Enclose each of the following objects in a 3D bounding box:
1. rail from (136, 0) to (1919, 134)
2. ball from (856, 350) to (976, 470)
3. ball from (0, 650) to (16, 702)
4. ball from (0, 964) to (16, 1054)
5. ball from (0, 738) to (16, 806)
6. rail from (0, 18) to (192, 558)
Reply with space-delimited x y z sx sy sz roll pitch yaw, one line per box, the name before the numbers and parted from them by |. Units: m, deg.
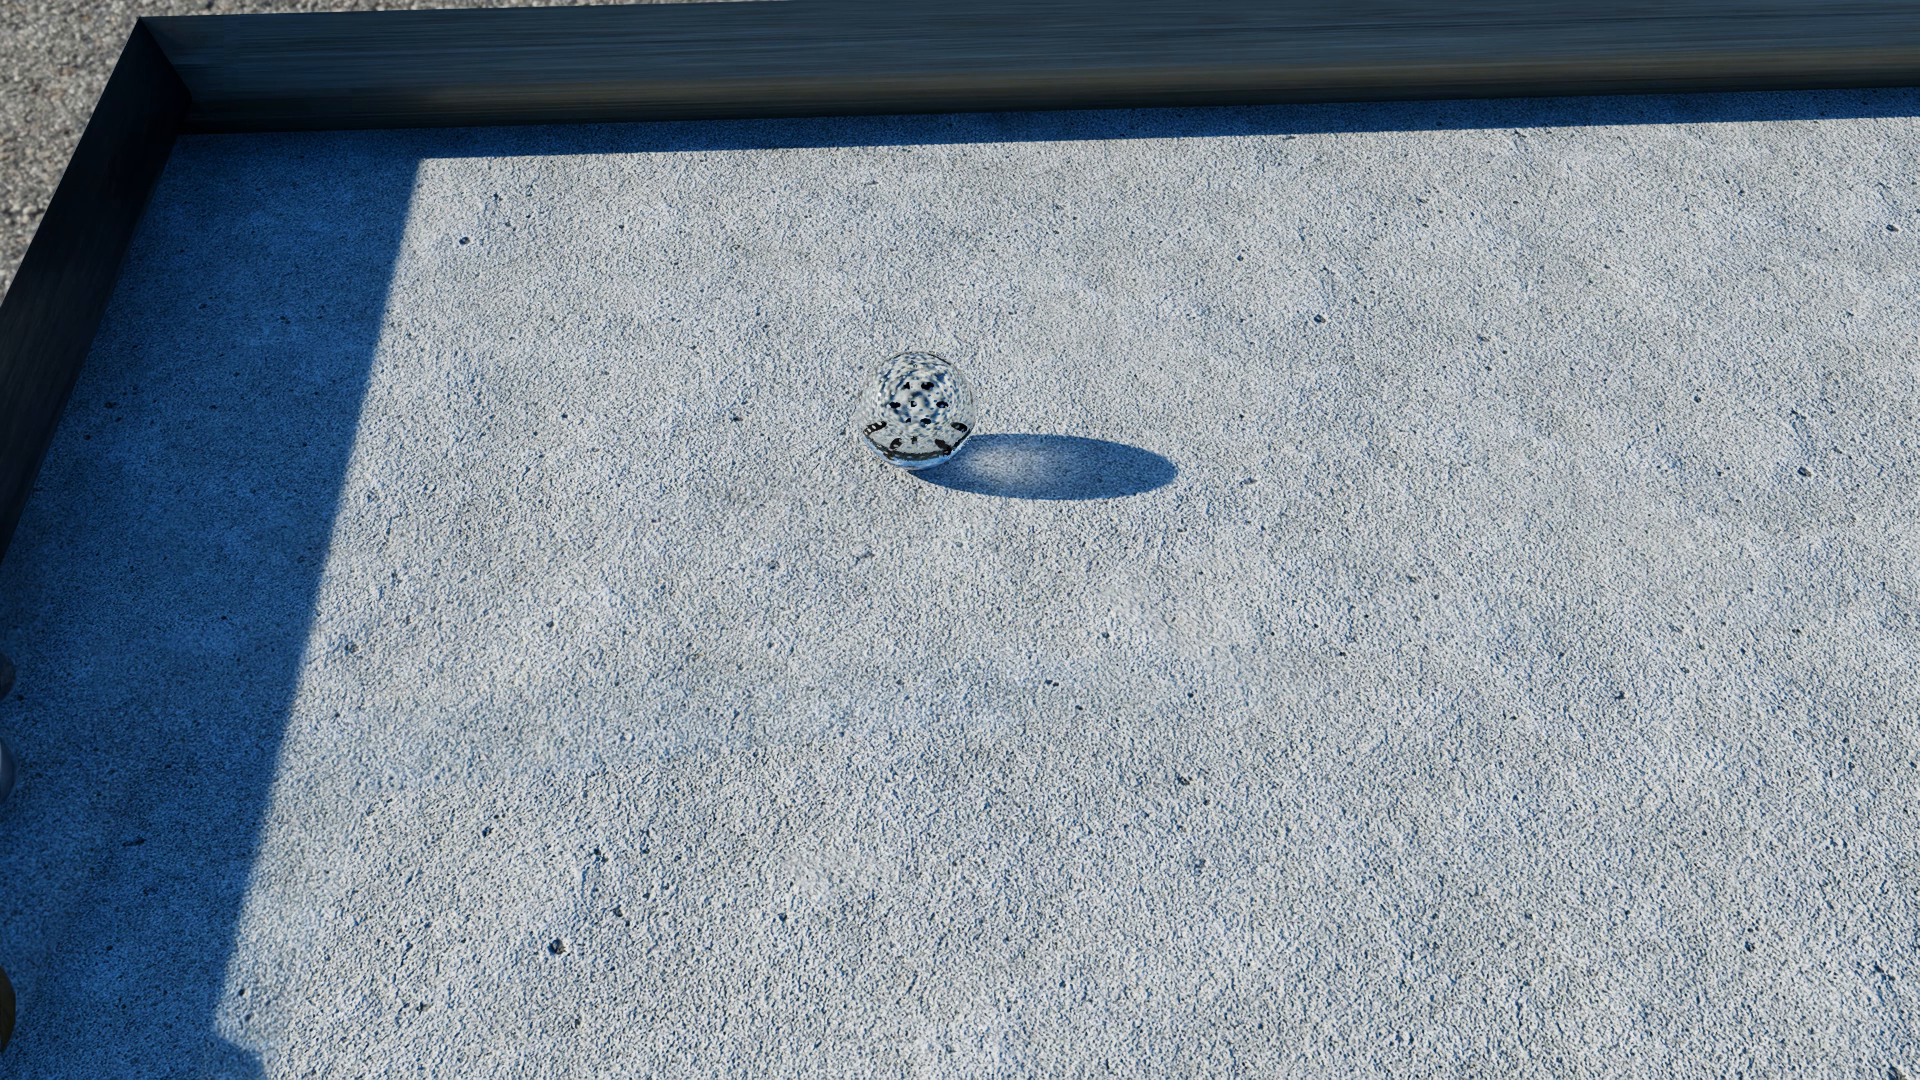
rail | 0.639 -0.452 2.351 2.736 0.114 0.045 -2 36 -3
ball | -0.032 -0.094 1.874 0.088 0.088 0.088 0 36 0
ball | -0.632 0.088 1.659 0.040 0.040 0.040 0 36 0
ball | -0.553 0.256 1.390 0.080 0.080 0.080 0 36 0
ball | -0.608 0.143 1.568 0.058 0.058 0.058 0 36 0
rail | -0.659 0.005 1.711 0.045 0.114 1.457 -2 36 -3
